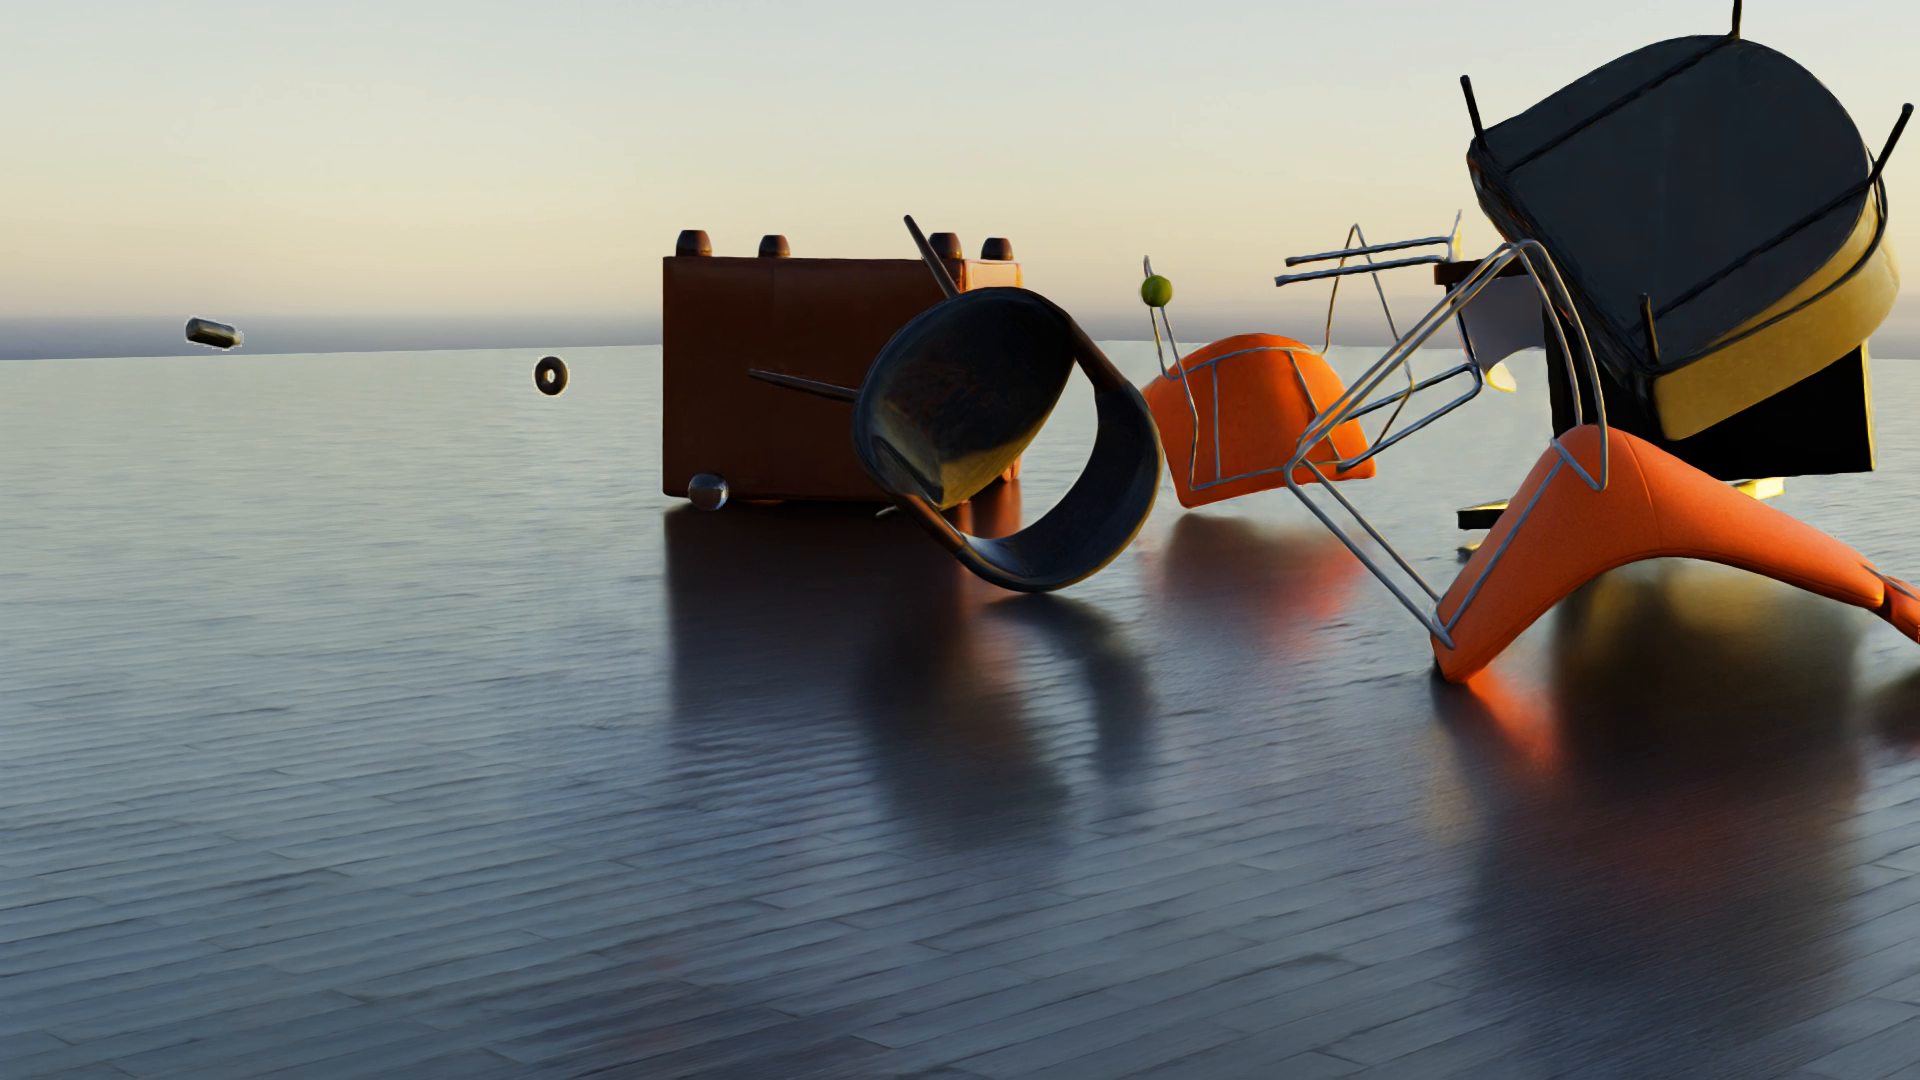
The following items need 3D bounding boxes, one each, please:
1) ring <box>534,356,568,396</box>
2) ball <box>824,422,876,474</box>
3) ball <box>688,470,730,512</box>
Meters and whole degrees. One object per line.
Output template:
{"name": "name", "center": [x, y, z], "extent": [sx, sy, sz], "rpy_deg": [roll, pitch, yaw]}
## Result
{"name": "ring", "center": [-0.951, -0.383, 5.969], "extent": [0.102, 0.091, 0.025], "rpy_deg": [-4, 3, 38]}
{"name": "ball", "center": [-0.367, -0.309, 8.572], "extent": [0.172, 0.172, 0.172], "rpy_deg": [0, 6, 0]}
{"name": "ball", "center": [-0.705, -0.138, 7.190], "extent": [0.115, 0.115, 0.115], "rpy_deg": [0, 6, 0]}
